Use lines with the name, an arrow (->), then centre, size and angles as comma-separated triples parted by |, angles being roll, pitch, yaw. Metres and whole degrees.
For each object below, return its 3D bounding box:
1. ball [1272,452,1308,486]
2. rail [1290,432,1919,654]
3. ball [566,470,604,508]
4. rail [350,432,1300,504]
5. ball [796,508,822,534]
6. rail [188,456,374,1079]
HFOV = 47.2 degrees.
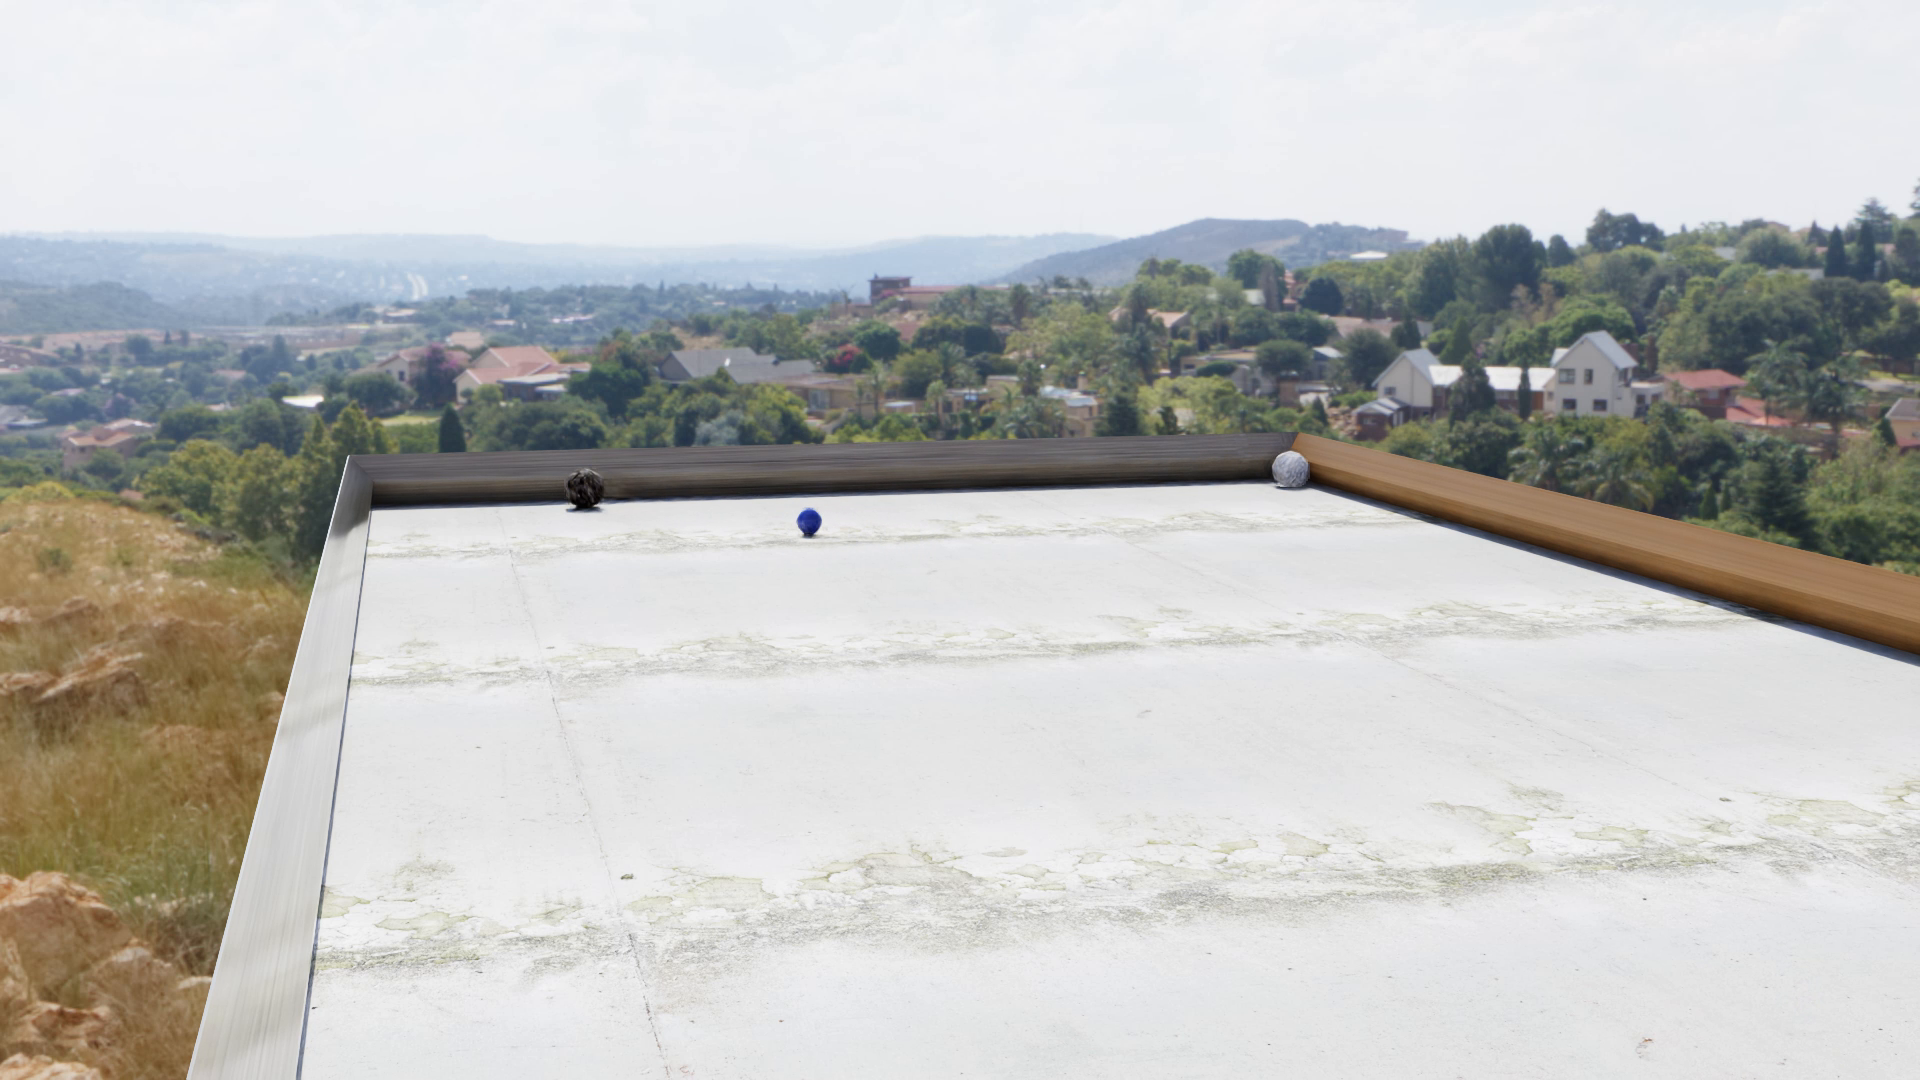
ball -> 0.662, -0.142, 4.405 | 0.071, 0.071, 0.071 | 0, 8, 0
rail -> 1.120, 0.075, 2.812 | 0.045, 0.094, 3.638 | -2, 8, -14
ball -> -0.695, -0.095, 4.079 | 0.072, 0.072, 0.072 | 0, 8, 0
rail -> -0.214, -0.141, 4.315 | 1.903, 0.094, 0.045 | -2, 8, -14
ball -> -0.256, -0.031, 3.736 | 0.044, 0.044, 0.044 | 0, 8, 0
rail -> -0.681, 0.139, 2.369 | 0.045, 0.094, 3.638 | -2, 8, -14
